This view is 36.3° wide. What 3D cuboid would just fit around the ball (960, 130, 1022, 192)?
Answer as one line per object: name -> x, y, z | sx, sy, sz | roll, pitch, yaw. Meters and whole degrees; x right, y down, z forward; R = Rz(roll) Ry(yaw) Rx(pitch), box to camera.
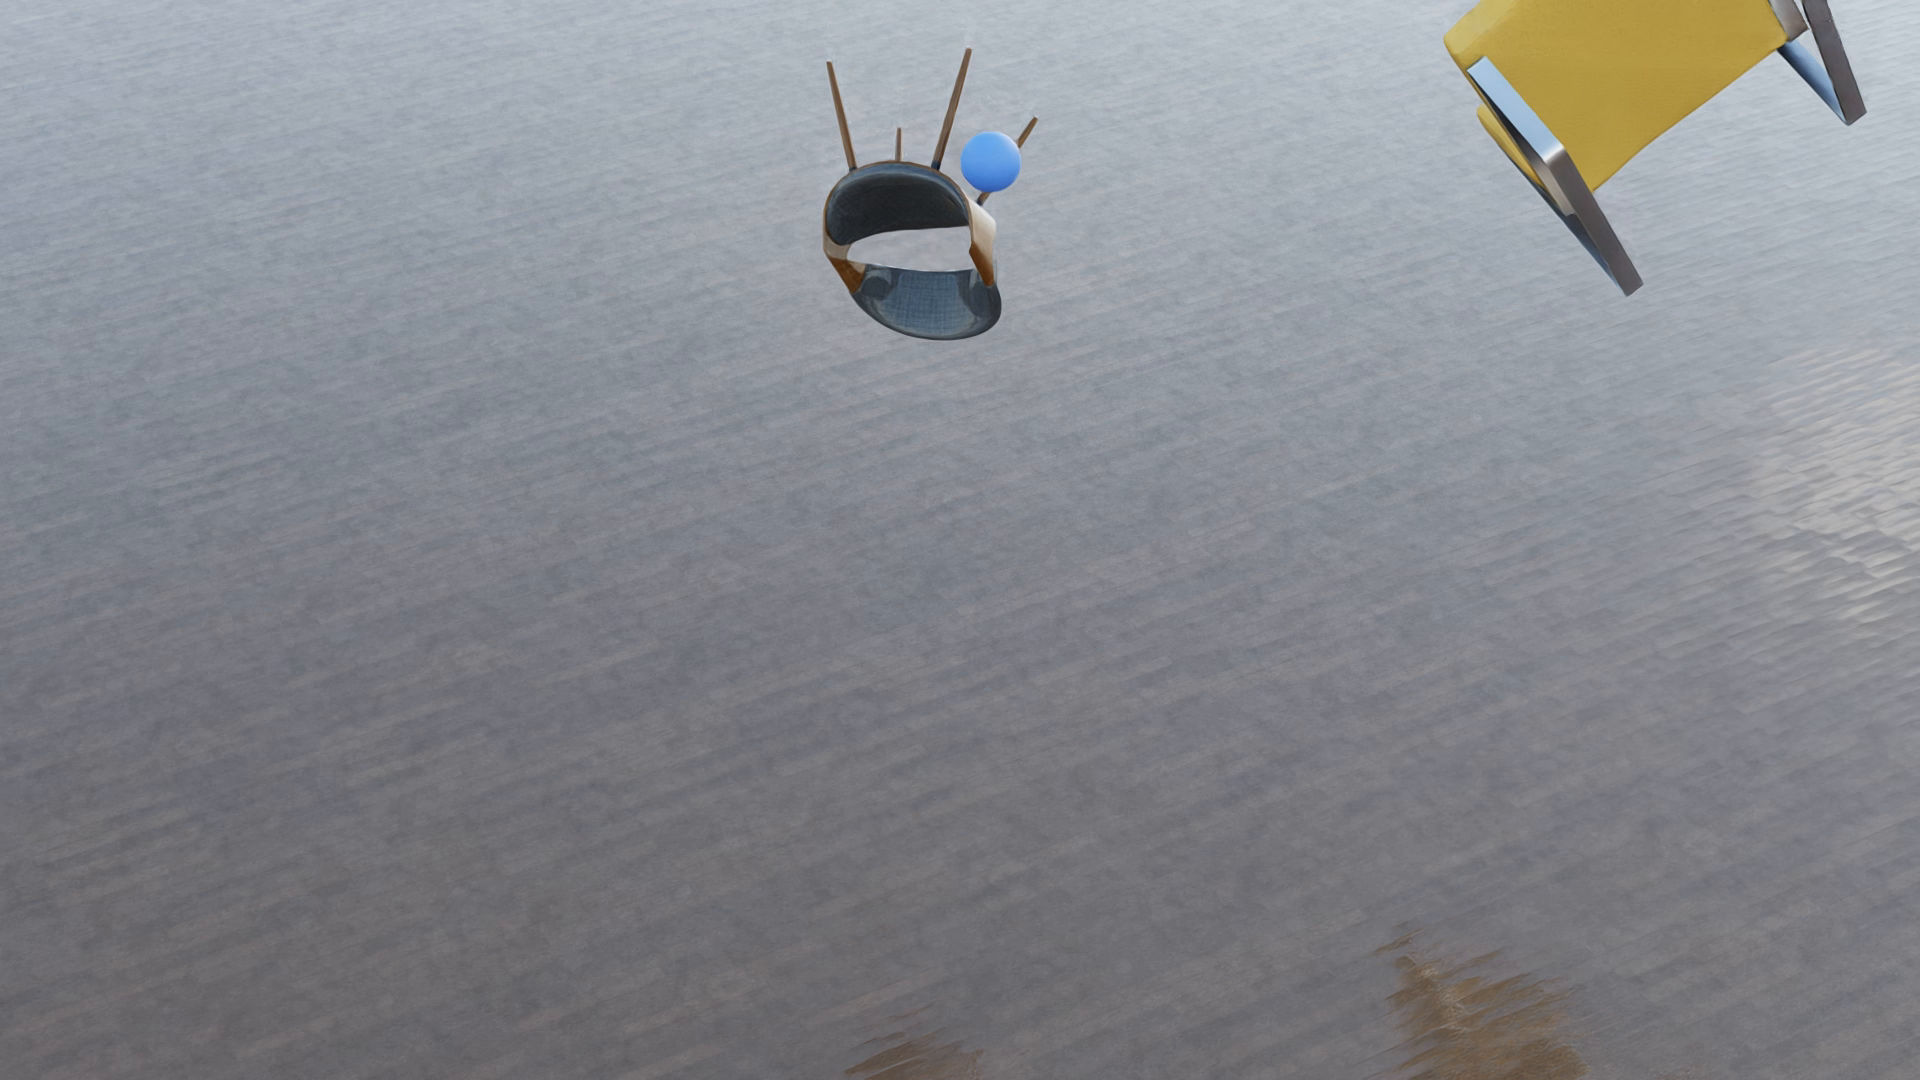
ball -> 0.092, -1.135, 8.795 | 0.184, 0.184, 0.184 | 0, 33, 0
